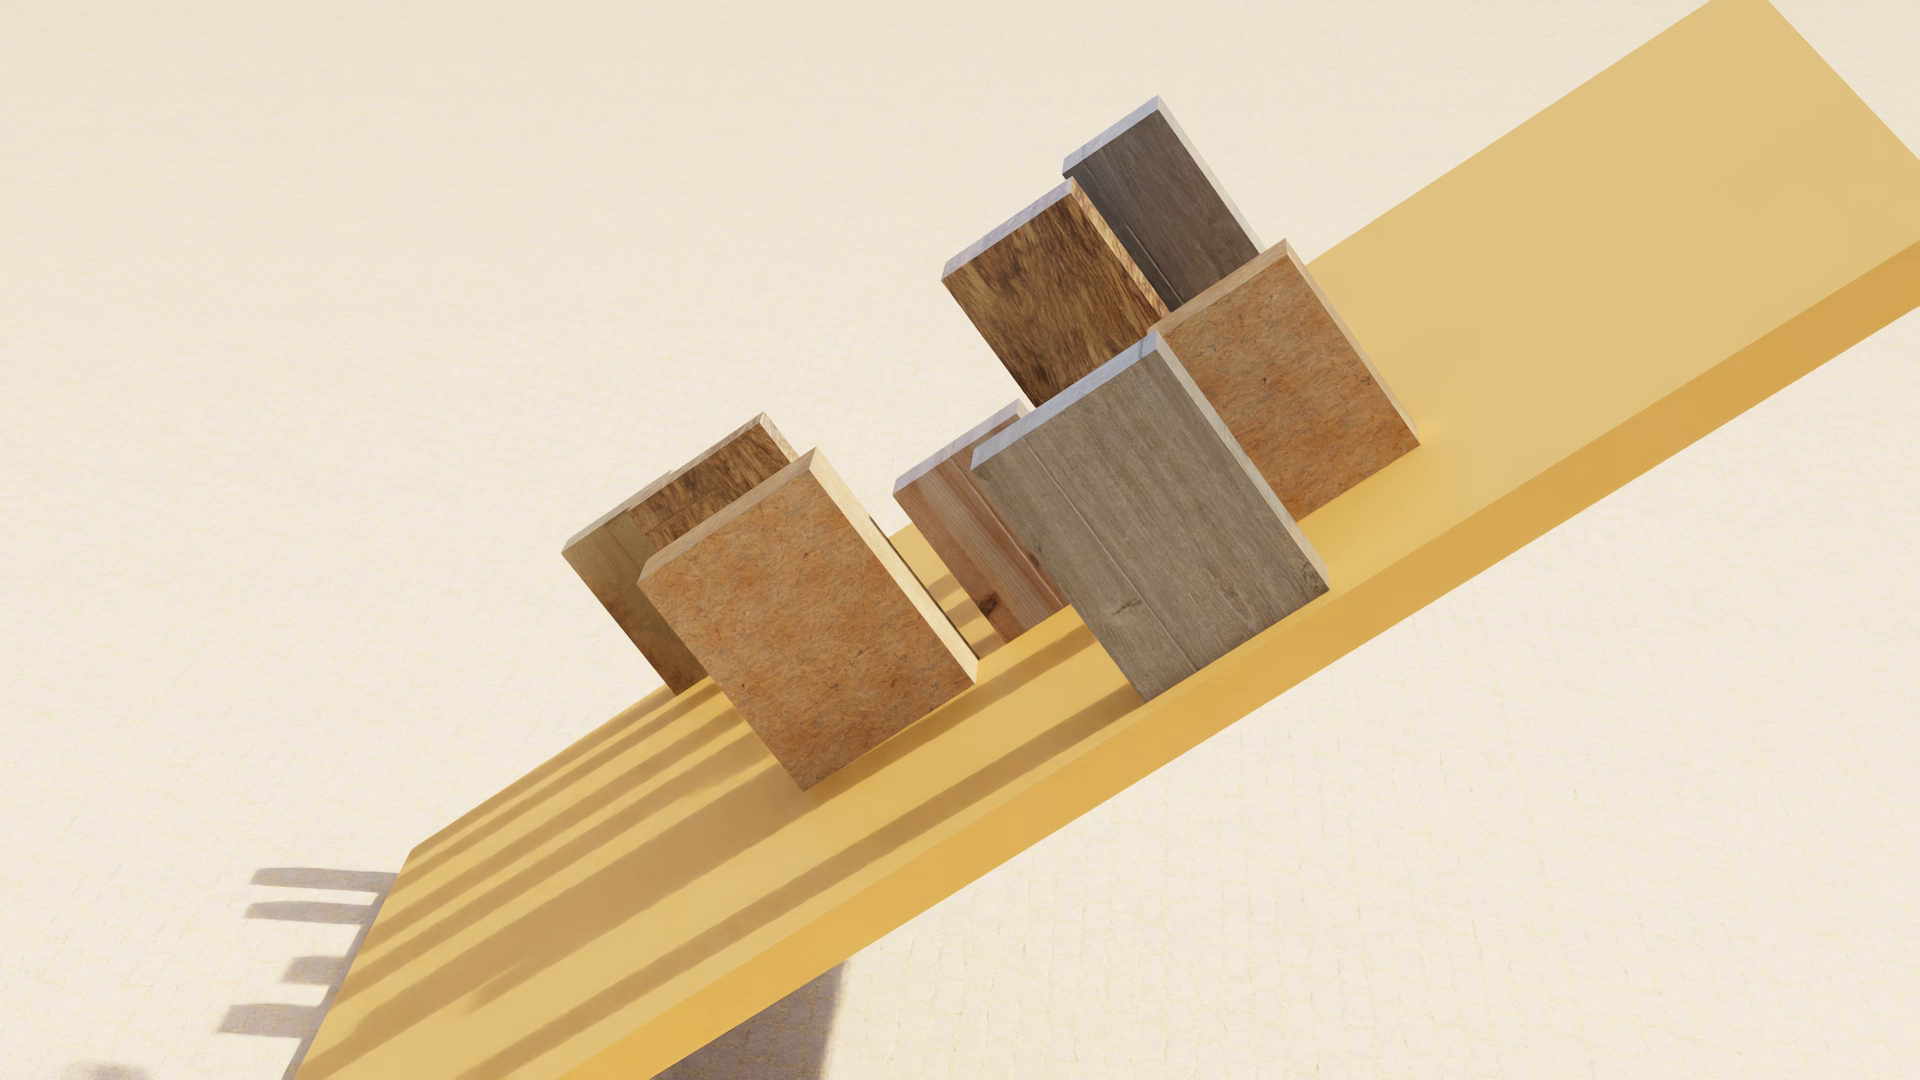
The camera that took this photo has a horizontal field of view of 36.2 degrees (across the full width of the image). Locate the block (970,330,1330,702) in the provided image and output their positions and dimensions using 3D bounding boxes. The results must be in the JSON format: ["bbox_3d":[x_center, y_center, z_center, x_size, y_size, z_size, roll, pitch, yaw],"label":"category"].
[{"bbox_3d":[0.341,-0.037,5.249,0.396,0.545,0.112,-33,16,15],"label":"block"}]

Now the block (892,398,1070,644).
[{"bbox_3d":[0.108,-0.037,6.036,0.312,0.401,0.095,-33,16,15],"label":"block"}]

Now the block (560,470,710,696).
[{"bbox_3d":[-0.709,0.108,7.293,0.331,0.468,0.091,-33,16,15],"label":"block"}]

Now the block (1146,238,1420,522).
[{"bbox_3d":[0.611,-0.291,5.564,0.314,0.452,0.111,-33,16,15],"label":"block"}]

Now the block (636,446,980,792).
[{"bbox_3d":[-0.308,0.167,6.050,0.441,0.567,0.136,-33,16,15],"label":"block"}]

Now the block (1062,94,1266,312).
[{"bbox_3d":[0.510,-0.604,6.302,0.245,0.661,0.133,-33,16,15],"label":"block"}]

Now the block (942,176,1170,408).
[{"bbox_3d":[0.291,-0.390,6.159,0.326,0.664,0.134,-33,16,15],"label":"block"}]

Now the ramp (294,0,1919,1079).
[{"bbox_3d":[0.134,0.175,6.311,4.000,0.100,2.000,-33,16,15],"label":"ramp"}]

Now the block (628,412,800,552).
[{"bbox_3d":[-0.480,0.006,7.022,0.398,0.500,0.083,-33,16,15],"label":"block"}]
